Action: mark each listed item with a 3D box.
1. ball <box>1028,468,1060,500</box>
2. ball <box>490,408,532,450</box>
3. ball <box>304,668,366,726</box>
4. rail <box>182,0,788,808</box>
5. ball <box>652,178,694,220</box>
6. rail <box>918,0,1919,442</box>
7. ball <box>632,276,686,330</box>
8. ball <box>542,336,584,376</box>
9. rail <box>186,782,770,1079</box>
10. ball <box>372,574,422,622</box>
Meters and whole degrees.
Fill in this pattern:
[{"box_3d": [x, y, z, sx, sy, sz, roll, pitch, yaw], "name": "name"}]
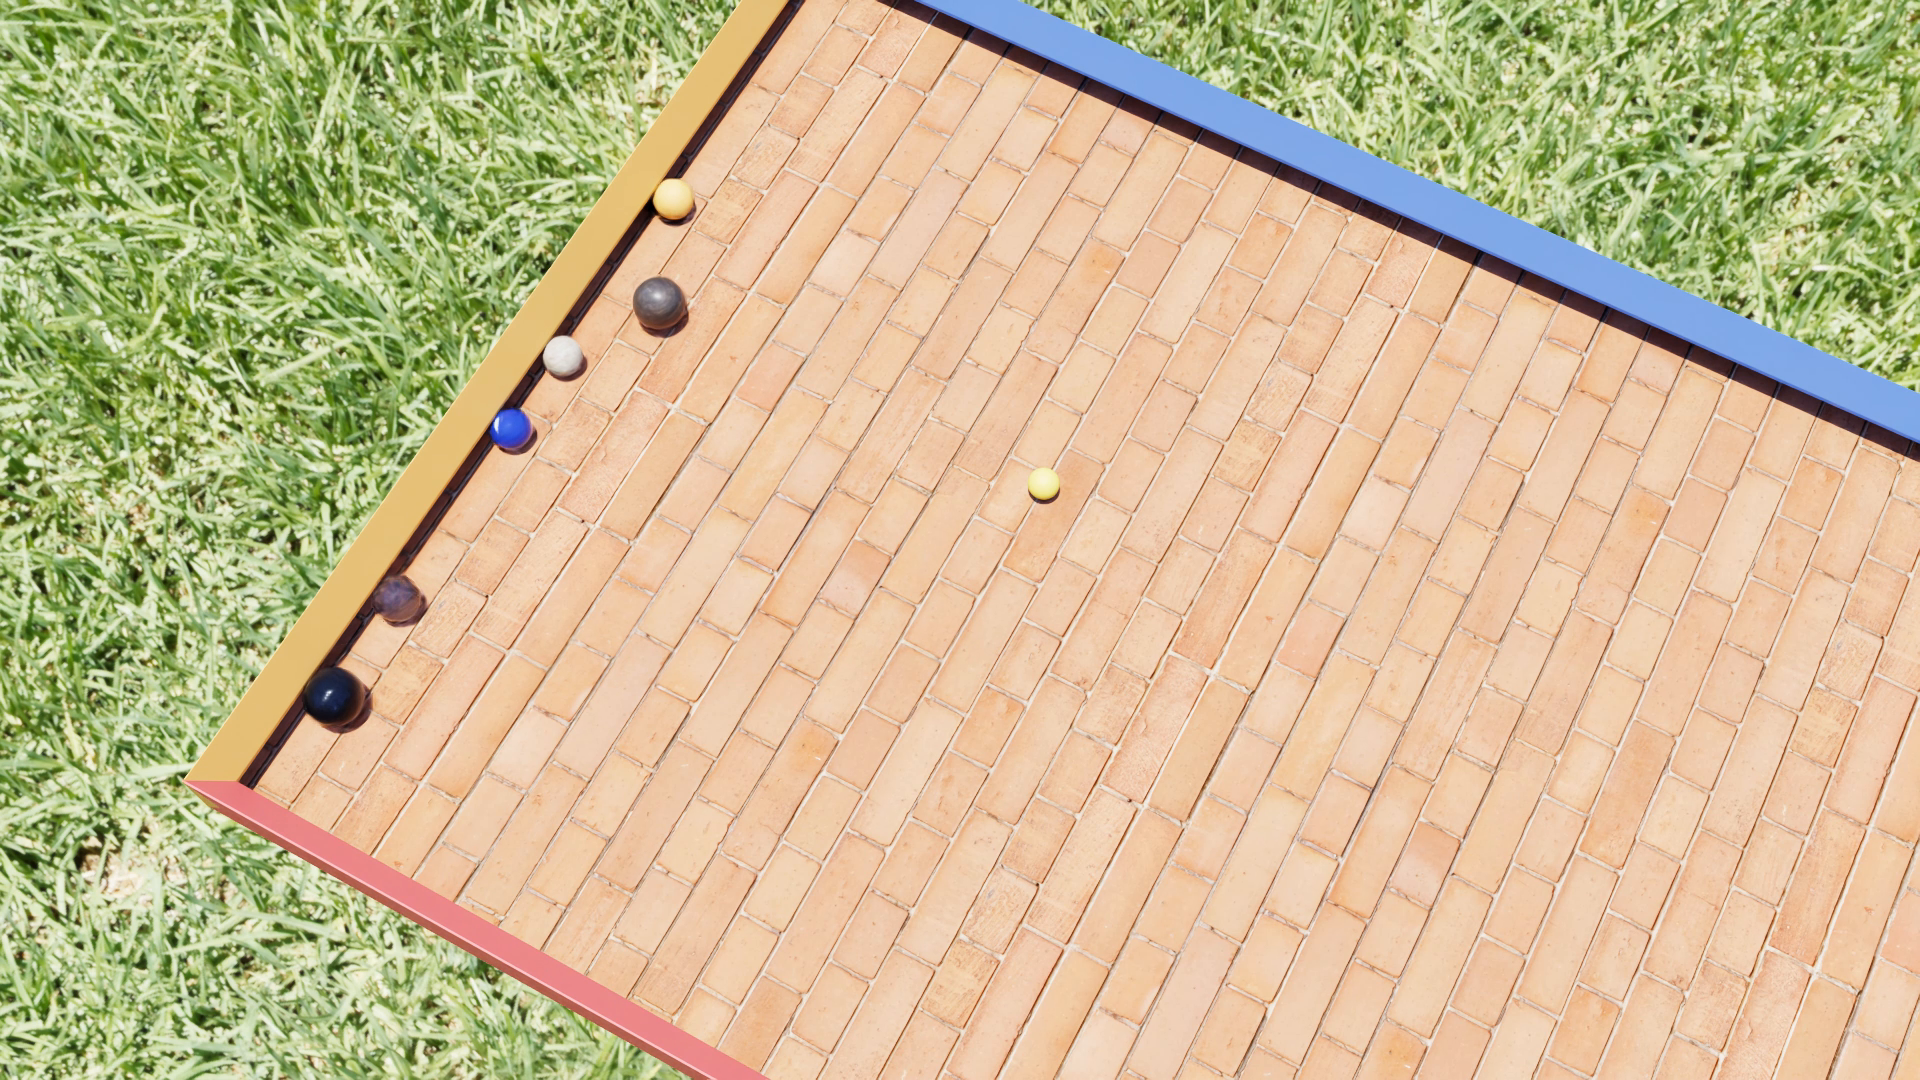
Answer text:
[{"box_3d": [0.137, -0.092, 3.594, 0.053, 0.053, 0.053, 0, 66, 0], "name": "ball"}, {"box_3d": [-0.740, -0.183, 3.627, 0.068, 0.068, 0.068, 0, 66, 0], "name": "ball"}, {"box_3d": [-0.973, 0.244, 3.422, 0.092, 0.092, 0.092, 0, 66, 0], "name": "ball"}, {"box_3d": [-0.699, -0.354, 3.674, 0.045, 0.120, 1.869, 26, 68, 11], "name": "rail"}, {"box_3d": [-0.497, -0.590, 3.808, 0.070, 0.070, 0.070, 0, 66, 0], "name": "ball"}, {"box_3d": [1.153, -0.386, 3.689, 3.271, 0.120, 0.045, 26, 68, 11], "name": "rail"}, {"box_3d": [-0.508, -0.400, 3.713, 0.089, 0.089, 0.089, 0, 66, 0], "name": "ball"}, {"box_3d": [-0.665, -0.308, 3.683, 0.068, 0.068, 0.068, 0, 66, 0], "name": "ball"}, {"box_3d": [0.286, 1.076, 3.033, 3.271, 0.120, 0.045, 26, 68, 11], "name": "rail"}, {"box_3d": [-0.896, 0.093, 3.499, 0.075, 0.075, 0.075, 0, 66, 0], "name": "ball"}]
